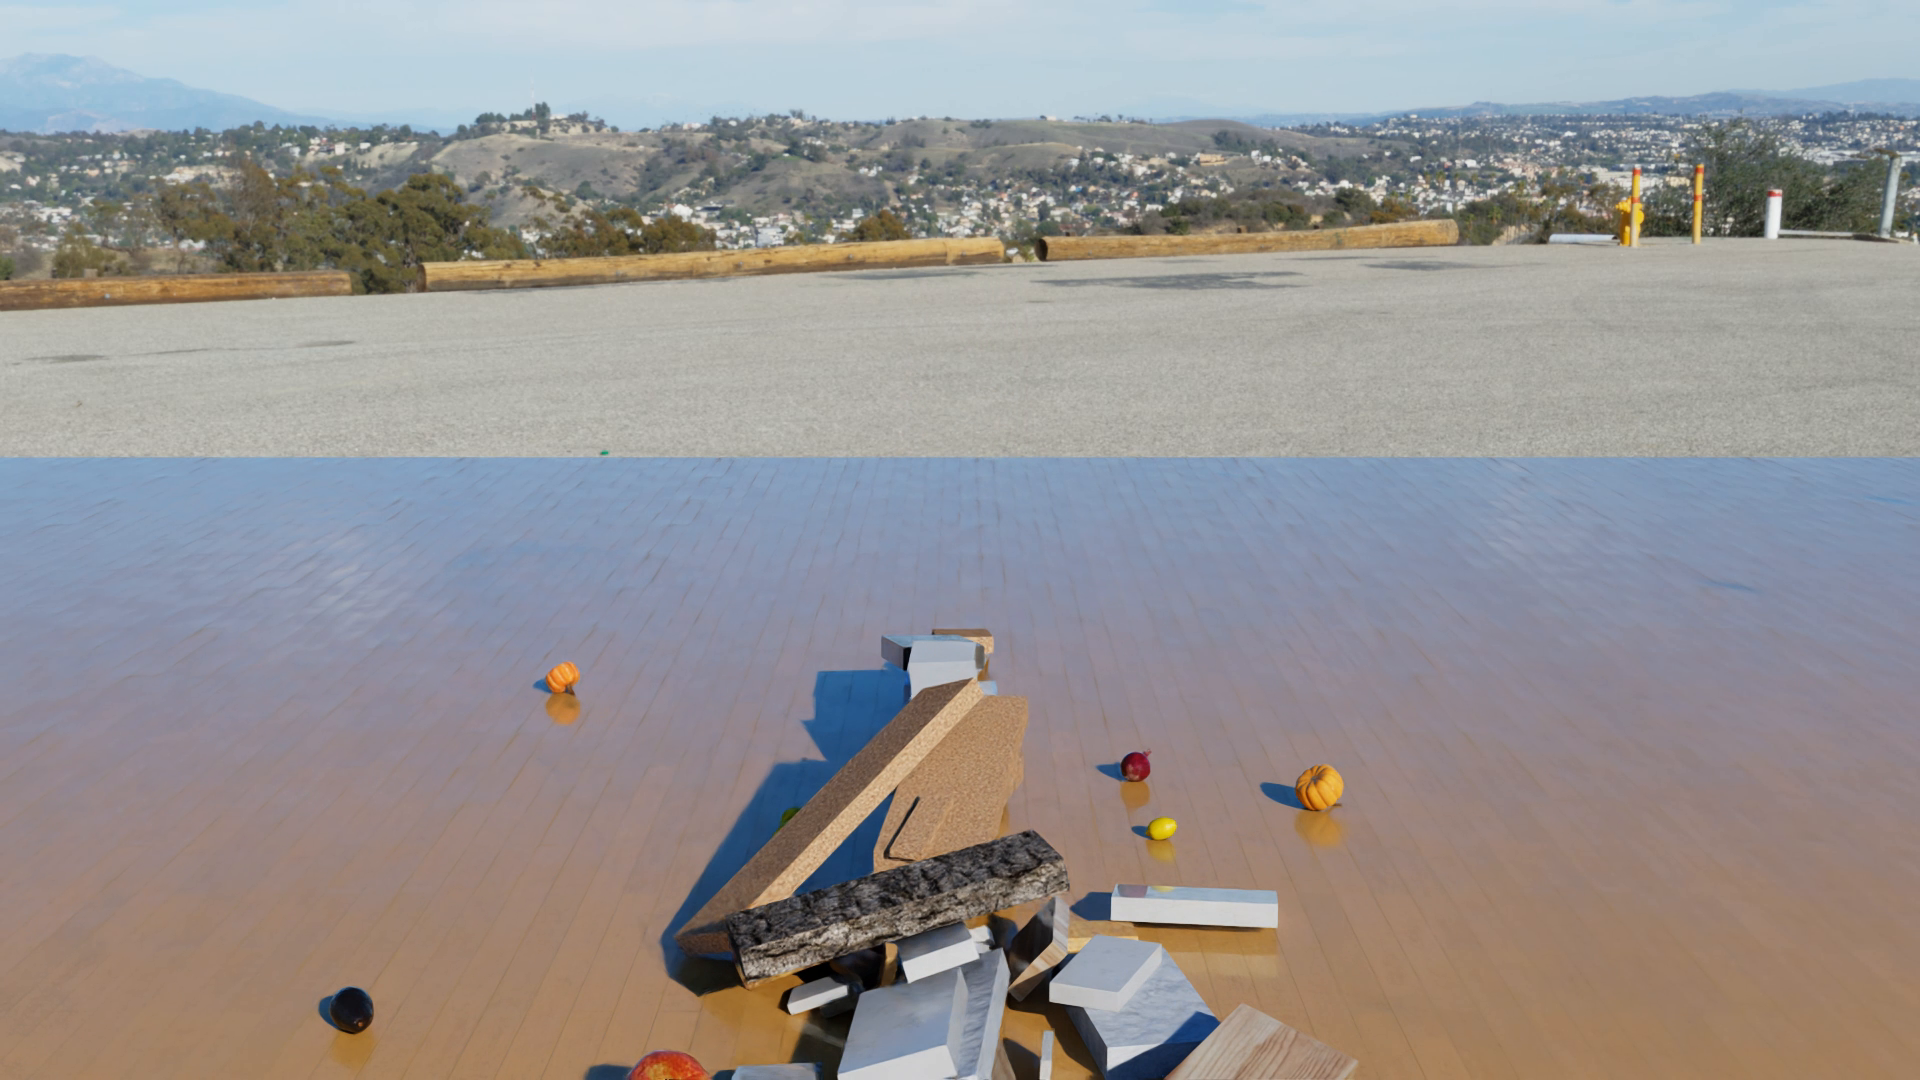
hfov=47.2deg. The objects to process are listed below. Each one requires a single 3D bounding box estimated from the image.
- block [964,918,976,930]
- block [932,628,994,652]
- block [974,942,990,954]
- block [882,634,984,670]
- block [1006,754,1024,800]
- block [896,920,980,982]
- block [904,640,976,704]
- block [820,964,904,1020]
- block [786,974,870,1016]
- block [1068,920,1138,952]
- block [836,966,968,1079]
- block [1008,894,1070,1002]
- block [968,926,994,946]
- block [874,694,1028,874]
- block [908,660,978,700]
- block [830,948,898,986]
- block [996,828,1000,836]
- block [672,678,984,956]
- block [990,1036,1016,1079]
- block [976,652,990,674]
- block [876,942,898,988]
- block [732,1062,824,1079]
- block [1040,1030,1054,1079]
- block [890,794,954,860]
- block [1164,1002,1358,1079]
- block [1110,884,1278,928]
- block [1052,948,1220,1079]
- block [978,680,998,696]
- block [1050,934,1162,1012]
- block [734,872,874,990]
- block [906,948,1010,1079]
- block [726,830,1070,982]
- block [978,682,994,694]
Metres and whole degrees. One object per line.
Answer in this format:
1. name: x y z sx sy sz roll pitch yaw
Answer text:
1. block: -0.001 0.620 3.462 0.055 0.016 0.110 0 11 -1
2. block: 0.005 0.234 5.120 0.130 0.037 0.260 0 2 -3
3. block: -0.006 0.614 3.245 0.073 0.021 0.147 -17 -17 10
4. block: -0.062 0.240 4.728 0.170 0.048 0.340 0 2 -10
5. block: 0.013 0.419 3.883 0.165 0.047 0.330 1 2 8
6. block: -0.039 0.575 3.148 0.102 0.029 0.328 -18 0 -5
7. block: -0.038 0.264 4.412 0.130 0.037 0.260 1 17 3
8. block: -0.140 0.652 3.174 0.121 0.017 0.061 -21 10 4
9. block: -0.187 0.650 3.183 0.121 0.017 0.061 -20 10 7
10. block: 0.201 0.620 3.449 0.147 0.021 0.073 -1 11 -5
11. block: -0.072 0.651 2.912 0.145 0.041 0.291 -17 7 6
12. block: 0.118 0.610 3.299 0.029 0.102 0.203 42 10 -4
13. block: 0.011 0.606 3.318 0.073 0.021 0.147 -15 -14 1
14. block: -0.006 0.400 3.652 0.170 0.048 0.590 2 21 8
15. block: -0.026 0.311 4.184 0.131 0.037 0.261 -2 26 -3
16. block: -0.140 0.614 3.170 0.056 0.016 0.112 -16 11 -26
17. block: 0.006 0.506 3.872 0.117 0.033 0.234 1 -4 4
18. block: -0.200 0.438 3.577 0.130 0.037 0.699 -16 20 44
19. block: 0.057 0.745 2.781 0.072 0.020 0.642 -2 11 -8
20. block: -0.016 0.275 4.990 0.130 0.037 0.648 0 2 4
21. block: -0.108 0.635 3.090 0.017 0.122 0.061 12 9 -5
22. block: -0.243 0.715 2.804 0.112 0.032 0.224 -3 2 3
23. block: 0.115 0.699 2.942 0.014 0.050 0.099 4 11 3
24. block: -0.059 0.448 3.439 0.049 0.014 0.186 4 21 14
25. block: 0.367 0.705 2.786 0.172 0.049 0.344 24 20 23
26. block: 0.377 0.586 3.526 0.261 0.037 0.130 1 0 7
27. block: 0.251 0.668 3.118 0.172 0.049 0.344 -2 11 -10
28. block: -0.005 0.346 4.549 0.165 0.047 0.330 0 7 0
29. block: 0.211 0.621 3.158 0.102 0.029 0.203 4 11 22
30. block: -0.219 0.593 3.367 0.145 0.041 0.291 -23 3 20
31. block: -0.022 0.669 2.980 0.145 0.041 0.458 -17 8 8
32. block: -0.093 0.527 3.192 0.478 0.049 0.172 -14 9 -11
33. block: -0.010 0.359 4.246 0.170 0.048 0.340 -1 17 -4
